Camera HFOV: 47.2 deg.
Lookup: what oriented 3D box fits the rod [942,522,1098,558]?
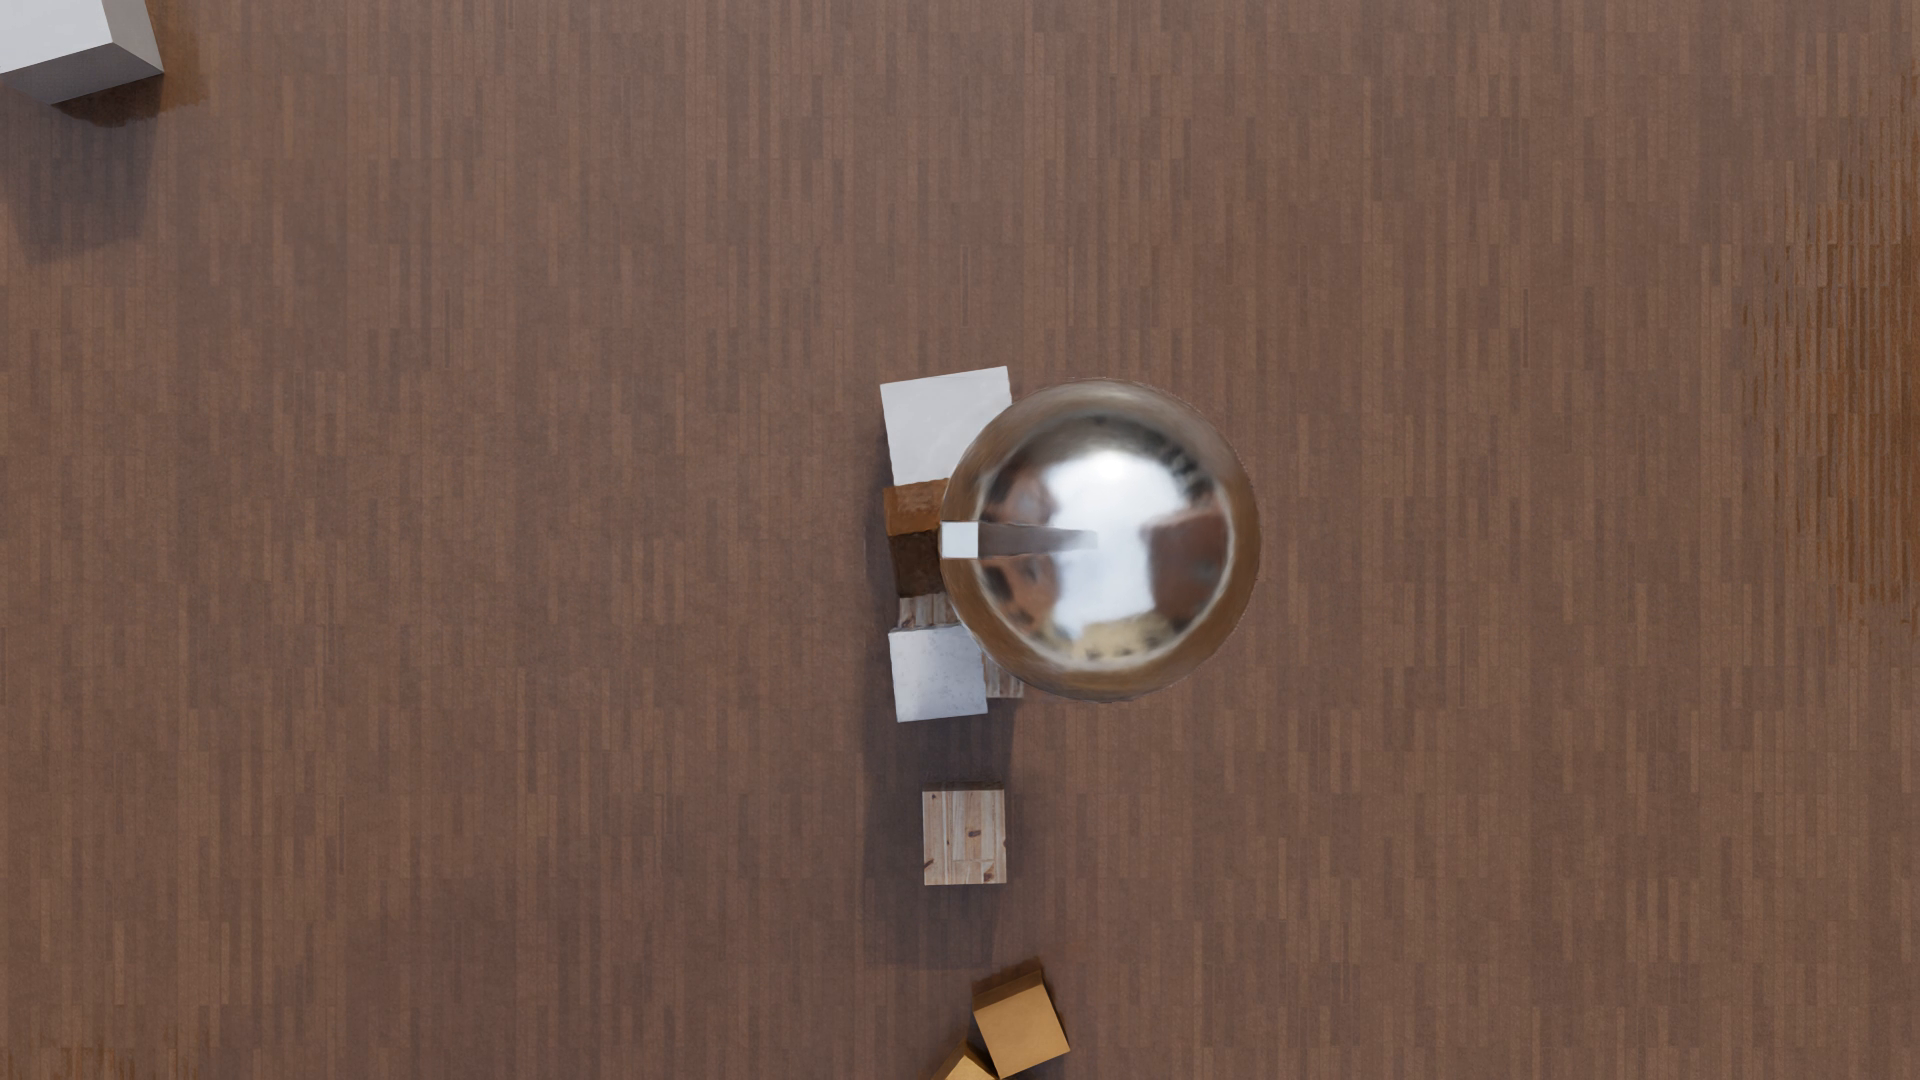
[{"bbox_3d":[0.297,0.000,7.497,0.080,5.200,0.080,0,90,7],"label":"rod"}]

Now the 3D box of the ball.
[{"bbox_3d":[0.685,0.000,10.874,1.600,1.600,1.600,0,90,0],"label":"ball"}]

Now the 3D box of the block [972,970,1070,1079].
[{"bbox_3d":[0.353,2.813,12.793,0.433,0.414,0.416,-22,90,0],"label":"block"}]

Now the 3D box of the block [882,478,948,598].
[{"bbox_3d":[-0.166,-0.016,12.184,0.448,0.468,0.430,-9,126,0],"label":"block"}]

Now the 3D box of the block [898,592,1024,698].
[{"bbox_3d":[0.006,0.555,12.655,0.697,0.690,0.657,0,90,0],"label":"block"}]

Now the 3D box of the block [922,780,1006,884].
[{"bbox_3d":[0.026,1.693,12.761,0.465,0.478,0.531,-1,90,0],"label":"block"}]

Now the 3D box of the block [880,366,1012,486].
[{"bbox_3d":[-0.050,-0.623,12.633,0.714,0.733,0.599,-8,90,0],"label":"block"}]

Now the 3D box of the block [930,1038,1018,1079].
[{"bbox_3d":[0.090,3.323,12.769,0.581,0.463,0.525,38,90,0],"label":"block"}]

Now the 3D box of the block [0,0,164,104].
[{"bbox_3d":[-5.141,-3.019,12.603,0.706,0.794,0.728,-16,90,0],"label":"block"}]

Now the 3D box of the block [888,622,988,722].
[{"bbox_3d":[-0.117,0.710,12.014,0.484,0.592,0.476,-6,90,0],"label":"block"}]
